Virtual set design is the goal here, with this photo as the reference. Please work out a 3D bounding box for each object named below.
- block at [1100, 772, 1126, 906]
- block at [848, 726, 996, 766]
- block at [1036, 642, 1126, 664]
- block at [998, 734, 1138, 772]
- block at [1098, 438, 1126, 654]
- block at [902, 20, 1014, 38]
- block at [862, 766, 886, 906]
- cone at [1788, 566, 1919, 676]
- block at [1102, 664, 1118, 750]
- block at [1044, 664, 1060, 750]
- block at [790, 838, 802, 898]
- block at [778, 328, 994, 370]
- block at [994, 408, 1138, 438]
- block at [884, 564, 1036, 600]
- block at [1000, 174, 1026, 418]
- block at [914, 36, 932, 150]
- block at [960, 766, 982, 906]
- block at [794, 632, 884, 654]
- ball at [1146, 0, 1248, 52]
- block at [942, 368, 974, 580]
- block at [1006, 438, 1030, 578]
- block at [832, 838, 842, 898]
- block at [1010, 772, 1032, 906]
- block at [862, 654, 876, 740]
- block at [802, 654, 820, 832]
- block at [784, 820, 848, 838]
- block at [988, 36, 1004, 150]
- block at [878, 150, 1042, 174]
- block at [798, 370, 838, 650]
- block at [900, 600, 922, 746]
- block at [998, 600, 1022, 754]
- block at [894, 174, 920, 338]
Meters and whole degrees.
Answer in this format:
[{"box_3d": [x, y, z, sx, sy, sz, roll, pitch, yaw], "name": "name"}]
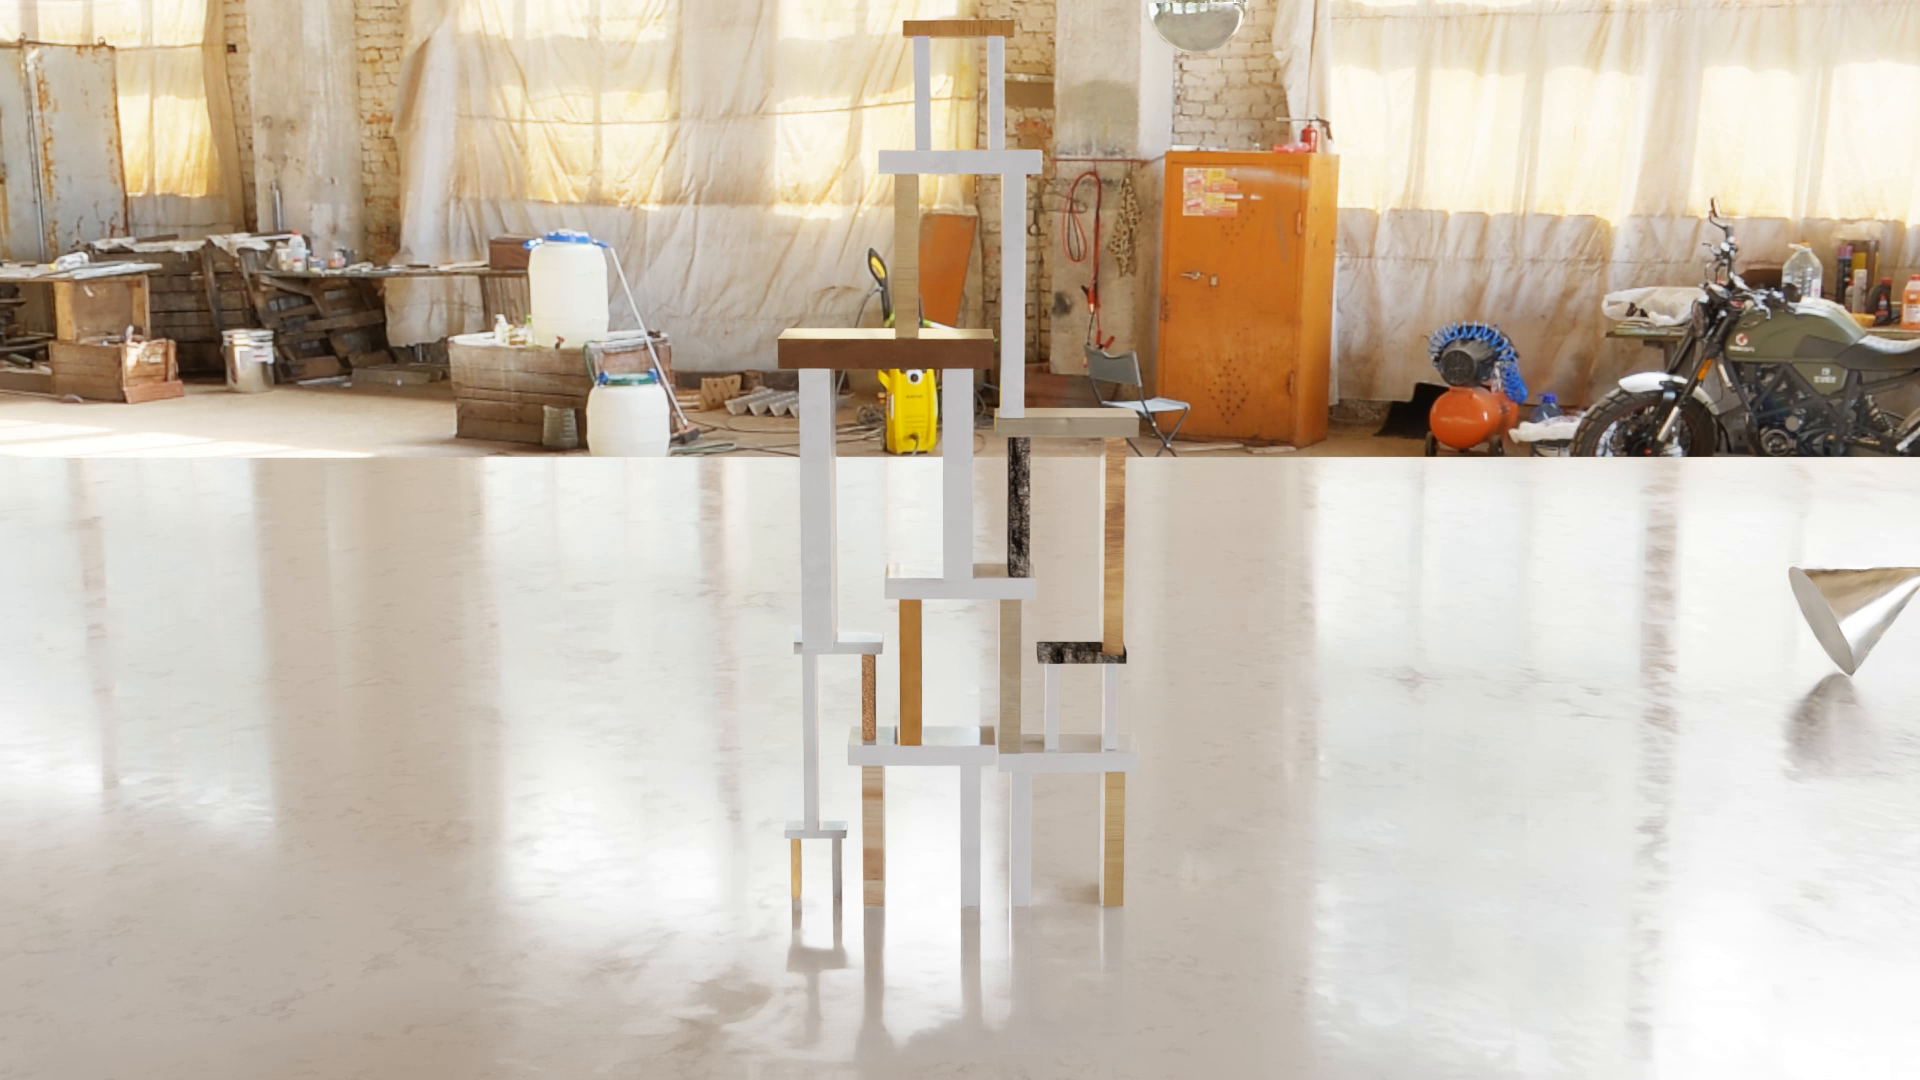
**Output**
[{"box_3d": [0.252, 0.479, 3.646, 0.032, 0.228, 0.114, 0, 11, 0], "name": "block"}, {"box_3d": [-0.063, 0.338, 3.621, 0.239, 0.034, 0.120, 0, 11, 0], "name": "block"}, {"box_3d": [0.198, 0.184, 3.592, 0.143, 0.020, 0.072, 0, 11, 0], "name": "block"}, {"box_3d": [0.176, 0.351, 3.622, 0.228, 0.032, 0.114, 0, 11, 0], "name": "block"}, {"box_3d": [0.246, 0.001, 3.559, 0.032, 0.352, 0.113, 0, 11, 0], "name": "block"}, {"box_3d": [-0.002, -0.793, 3.414, 0.172, 0.024, 0.086, 0, 11, 0], "name": "block"}, {"box_3d": [-0.142, 0.472, 3.646, 0.034, 0.239, 0.120, 0, 11, 0], "name": "block"}, {"box_3d": [2.136, 0.124, 5.115, 0.287, 0.287, 0.287, -27, 9, 6], "name": "cone"}, {"box_3d": [0.246, 0.264, 3.607, 0.020, 0.143, 0.072, 0, 10, 0], "name": "block"}, {"box_3d": [0.150, 0.265, 3.606, 0.020, 0.143, 0.072, 0, 11, 0], "name": "block"}, {"box_3d": [-0.273, 0.539, 3.664, 0.015, 0.103, 0.051, 0, 11, 0], "name": "block"}, {"box_3d": [-0.115, -0.305, 3.505, 0.337, 0.048, 0.168, 0, 11, 0], "name": "block"}, {"box_3d": [0.169, -0.188, 3.524, 0.226, 0.032, 0.113, 0, 11, 0], "name": "block"}, {"box_3d": [0.000, 0.067, 3.570, 0.242, 0.034, 0.121, 0, 11, 0], "name": "block"}, {"box_3d": [0.083, -0.389, 3.483, 0.036, 0.378, 0.126, 0, 11, 0], "name": "block"}, {"box_3d": [-0.058, -0.696, 3.432, 0.024, 0.172, 0.086, -1, 11, 0], "name": "block"}, {"box_3d": [0.017, 0.472, 3.646, 0.034, 0.239, 0.120, 0, 11, 0], "name": "block"}, {"box_3d": [-0.198, 0.169, 3.596, 0.144, 0.020, 0.072, 0, 11, 0], "name": "block"}, {"box_3d": [0.678, -1.537, 6.270, 0.289, 0.289, 0.289, 0, 11, 0], "name": "ball"}, {"box_3d": [-0.003, -0.116, 3.540, 0.048, 0.337, 0.168, 0, 10, 0], "name": "block"}, {"box_3d": [0.094, -0.062, 3.548, 0.032, 0.226, 0.113, 0, 11, -1], "name": "block"}, {"box_3d": [-0.204, 0.539, 3.664, 0.015, 0.103, 0.051, 0, 11, 0], "name": "block"}, {"box_3d": [0.100, 0.479, 3.646, 0.032, 0.228, 0.114, 0, 11, 0], "name": "block"}, {"box_3d": [-0.150, 0.250, 3.611, 0.020, 0.144, 0.072, 0, 11, 0], "name": "block"}, {"box_3d": [-0.246, 0.326, 3.625, 0.020, 0.300, 0.072, 0, 10, 0], "name": "block"}, {"box_3d": [-0.239, 0.481, 3.653, 0.103, 0.015, 0.051, 0, 10, 0], "name": "block"}, {"box_3d": [0.056, -0.696, 3.432, 0.024, 0.172, 0.086, -1, 11, 0], "name": "block"}, {"box_3d": [0.000, -0.593, 3.445, 0.252, 0.036, 0.126, 0, 11, 0], "name": "block"}, {"box_3d": [-0.228, -0.061, 3.550, 0.048, 0.449, 0.168, 0, 11, 0], "name": "block"}, {"box_3d": [-0.080, 0.203, 3.595, 0.034, 0.242, 0.121, 0, 11, 0], "name": "block"}, {"box_3d": [0.081, 0.209, 3.596, 0.034, 0.255, 0.121, 0, 11, 0], "name": "block"}, {"box_3d": [-0.084, -0.451, 3.471, 0.036, 0.252, 0.126, 0, 11, 0], "name": "block"}]
